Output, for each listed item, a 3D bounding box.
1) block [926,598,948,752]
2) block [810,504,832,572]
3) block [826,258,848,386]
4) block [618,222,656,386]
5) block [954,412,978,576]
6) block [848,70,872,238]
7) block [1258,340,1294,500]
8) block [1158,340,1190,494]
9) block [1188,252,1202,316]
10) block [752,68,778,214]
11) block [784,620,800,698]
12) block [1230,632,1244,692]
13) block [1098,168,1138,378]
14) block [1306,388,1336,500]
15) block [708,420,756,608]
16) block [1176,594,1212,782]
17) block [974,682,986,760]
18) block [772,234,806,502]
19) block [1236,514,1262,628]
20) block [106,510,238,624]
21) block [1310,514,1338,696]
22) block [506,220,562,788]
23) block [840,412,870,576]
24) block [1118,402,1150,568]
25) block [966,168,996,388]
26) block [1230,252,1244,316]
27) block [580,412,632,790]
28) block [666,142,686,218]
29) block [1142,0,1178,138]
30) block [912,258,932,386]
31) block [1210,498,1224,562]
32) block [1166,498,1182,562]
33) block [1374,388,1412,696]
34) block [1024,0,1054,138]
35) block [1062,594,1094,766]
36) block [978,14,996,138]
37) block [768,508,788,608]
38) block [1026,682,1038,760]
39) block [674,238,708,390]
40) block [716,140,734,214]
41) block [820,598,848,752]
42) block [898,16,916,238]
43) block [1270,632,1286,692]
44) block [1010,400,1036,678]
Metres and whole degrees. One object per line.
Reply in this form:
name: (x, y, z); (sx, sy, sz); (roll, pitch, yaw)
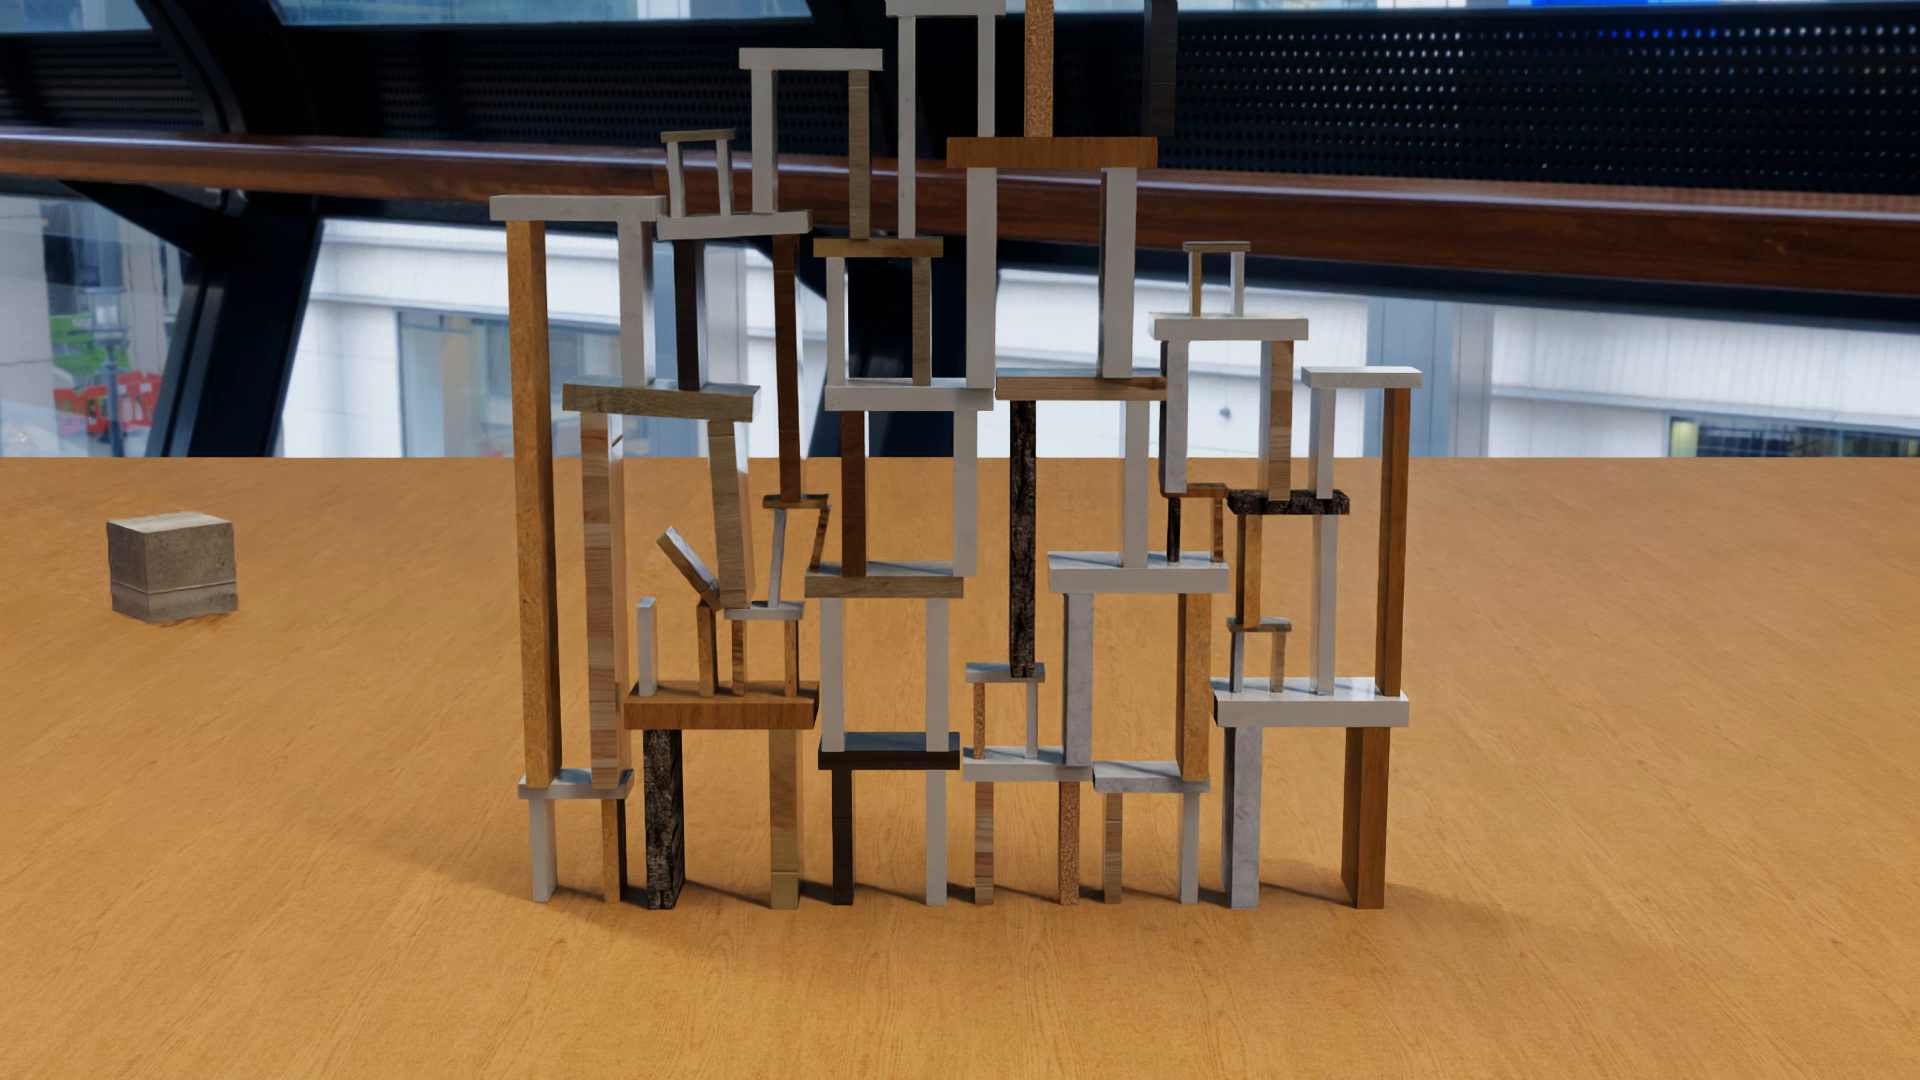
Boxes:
block: (-0.037, 0.206, 3.599); (0.036, 0.254, 0.127); (0, 11, 0)
block: (-0.225, -0.005, 3.558); (0.015, 0.103, 0.051); (11, 11, 0)
block: (-0.194, -0.350, 3.492); (0.029, 0.202, 0.101); (0, 11, 0)
block: (-0.513, -0.379, 3.492); (0.036, 0.257, 0.128); (0, 11, 0)
block: (0.008, -0.084, 3.544); (0.038, 0.266, 0.133); (0, 11, 0)
block: (-0.155, -0.604, 3.443); (0.031, 0.258, 0.109); (0, 11, 0)
block: (0.504, -0.198, 3.517); (0.034, 0.254, 0.121); (0, 11, -1)
block: (0.341, -0.204, 3.517); (0.034, 0.241, 0.121); (0, 11, 0)
block: (0.372, -0.406, 3.479); (0.014, 0.101, 0.050); (-1, 11, 0)
block: (-0.305, -0.624, 3.437); (0.031, 0.219, 0.109); (1, 11, 0)
block: (-0.274, 0.186, 3.590); (0.018, 0.128, 0.064); (0, 11, 0)
block: (0.453, 0.194, 3.600); (0.014, 0.100, 0.050); (1, 11, -1)
block: (0.248, -0.427, 3.479); (0.046, 0.323, 0.162); (1, 11, 0)
block: (0.579, -0.160, 3.525); (0.025, 0.177, 0.089); (0, 11, -1)
block: (-0.368, -0.052, 3.551); (0.042, 0.298, 0.149); (-3, 10, 1)
block: (0.382, 0.225, 3.602); (0.041, 0.311, 0.143); (0, 11, 1)
block: (0.032, 0.289, 3.617); (0.018, 0.129, 0.064); (0, 10, 0)
block: (-0.271, -0.278, 3.511); (0.033, 0.422, 0.117); (-1, 11, 0)
block: (0.468, 0.042, 3.568); (0.026, 0.184, 0.092); (0, 11, -1)
block: (-2.085, 0.069, 5.822); (0.239, 0.239, 0.239); (-10, 14, -42)
block: (0.592, 0.097, 3.581); (0.026, 0.298, 0.092); (0, 11, 0)
block: (-0.686, -0.058, 3.552); (0.036, 0.912, 0.128); (0, 11, 0)
block: (-0.169, -0.084, 3.544); (0.038, 0.265, 0.133); (0, 11, 0)
block: (0.279, -0.099, 3.539); (0.038, 0.267, 0.134); (0, 11, 0)
block: (0.033, -0.418, 3.481); (0.046, 0.340, 0.162); (0, 11, 0)
block: (0.439, -0.406, 3.479); (0.014, 0.101, 0.050); (0, 11, 0)
block: (-0.574, 0.089, 3.576); (0.042, 0.613, 0.149); (0, 11, 0)
block: (-0.445, -0.567, 3.455); (0.016, 0.115, 0.058); (-2, 11, 0)
block: (0.310, -0.768, 3.414); (0.040, 0.280, 0.140); (1, 11, 0)
block: (-0.060, -0.350, 3.492); (0.029, 0.202, 0.101); (0, 11, 0)
block: (0.416, -0.021, 3.559); (0.015, 0.105, 0.053); (-1, 11, 1)
block: (0.346, -0.021, 3.561); (0.015, 0.105, 0.053); (0, 11, -1)
block: (0.699, -0.001, 3.555); (0.025, 0.501, 0.089); (0, 11, 0)
block: (0.123, -0.768, 3.415); (0.040, 0.280, 0.140); (0, 11, 0)
block: (0.192, 0.212, 3.602); (0.041, 0.286, 0.143); (0, 11, -1)
block: (0.040, -0.720, 3.418); (0.026, 0.184, 0.092); (0, 11, 0)
block: (-0.296, 0.025, 3.561); (0.015, 0.162, 0.051); (6, 11, 0)
block: (0.118, 0.289, 3.617); (0.018, 0.129, 0.064); (0, 10, 0)
block: (-0.428, -0.362, 3.494); (0.033, 0.234, 0.117); (-1, 11, 0)
block: (-0.368, -0.570, 3.454); (0.016, 0.115, 0.058); (-2, 11, 0)
block: (-0.206, 0.206, 3.599); (0.036, 0.254, 0.127); (0, 11, 0)
block: (-0.082, -0.643, 3.434); (0.026, 0.339, 0.092); (0, 11, 0)
block: (0.520, 0.195, 3.599); (0.014, 0.100, 0.050); (1, 11, -1)
block: (0.101, -0.011, 3.557); (0.038, 0.447, 0.134); (0, 10, 0)
